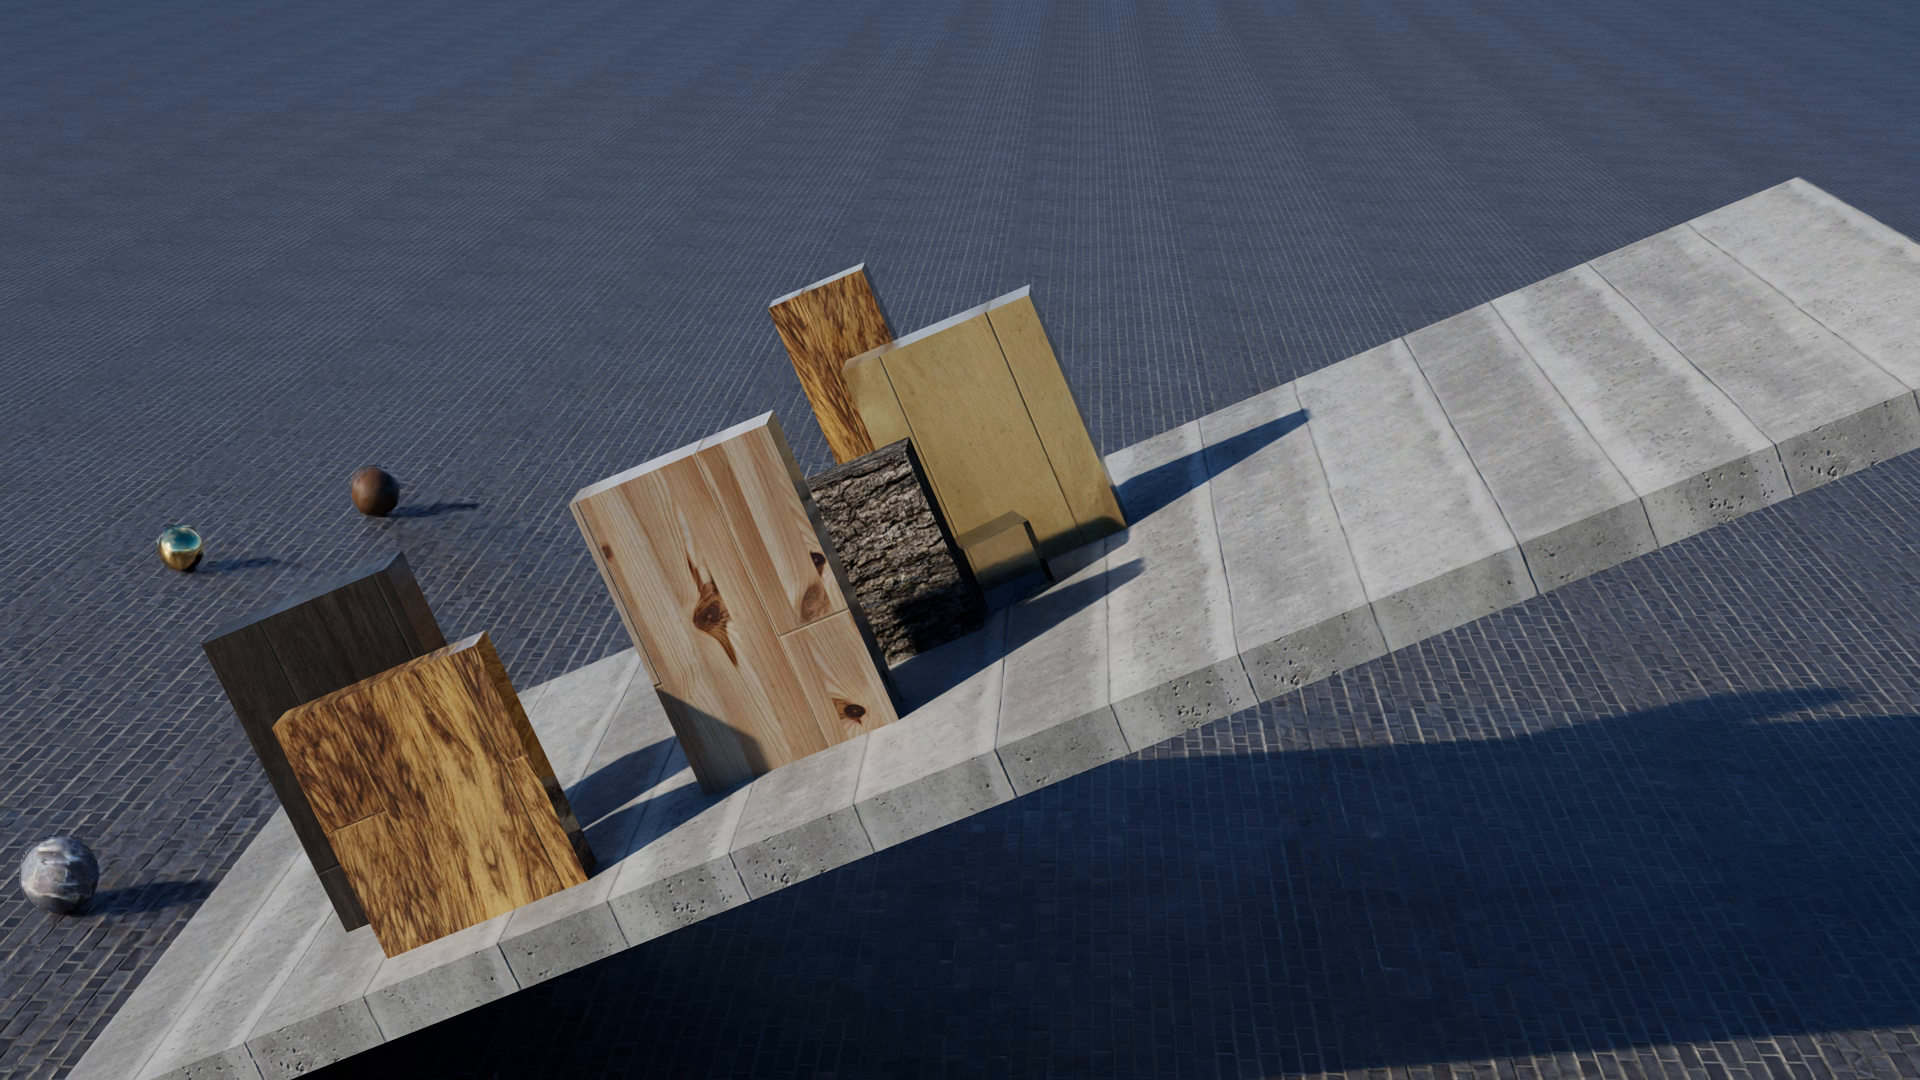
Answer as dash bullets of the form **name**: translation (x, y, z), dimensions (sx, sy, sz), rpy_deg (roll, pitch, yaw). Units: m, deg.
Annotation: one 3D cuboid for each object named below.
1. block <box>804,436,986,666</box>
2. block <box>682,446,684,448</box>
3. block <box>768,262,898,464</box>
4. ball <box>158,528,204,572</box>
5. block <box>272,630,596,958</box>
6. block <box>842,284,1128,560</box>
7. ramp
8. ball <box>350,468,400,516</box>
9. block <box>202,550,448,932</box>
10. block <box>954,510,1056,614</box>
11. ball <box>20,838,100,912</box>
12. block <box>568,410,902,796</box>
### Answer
- **block**: translation (-0.210, 0.056, 6.197), dimensions (0.393, 0.411, 0.145), rpy_deg (-22, 12, 8)
- **block**: translation (-0.601, 0.024, 6.898), dimensions (0.380, 0.473, 0.112), rpy_deg (-22, 12, 8)
- **block**: translation (-0.206, -0.300, 7.044), dimensions (0.242, 0.681, 0.109), rpy_deg (-22, 12, 8)
- **ball**: translation (-2.610, 0.030, 9.858), dimensions (0.148, 0.148, 0.148), rpy_deg (0, 14, 0)
- **block**: translation (-1.000, 0.488, 5.615), dimensions (0.427, 0.504, 0.100), rpy_deg (-22, 12, 8)
- **block**: translation (0.058, -0.212, 6.477), dimensions (0.441, 0.560, 0.135), rpy_deg (-22, 12, 8)
- **ramp**: translation (0.128, 0.172, 6.287), dimensions (4.000, 0.100, 2.000), rpy_deg (-22, 12, 8)
- **ball**: translation (-2.106, -0.173, 10.594), dimensions (0.173, 0.173, 0.173), rpy_deg (0, 14, 0)
- **block**: translation (-1.180, 0.408, 5.923), dimensions (0.406, 0.657, 0.143), rpy_deg (-22, 12, 8)
- **block**: translation (0.091, 0.047, 6.287), dimensions (0.152, 0.152, 0.152), rpy_deg (-25, 12, -7)
- **ball**: translation (-2.106, 0.784, 6.882), dimensions (0.176, 0.176, 0.176), rpy_deg (0, 14, 0)
- **block**: translation (-0.434, 0.126, 5.773), dimensions (0.418, 0.641, 0.131), rpy_deg (-22, 12, 8)
